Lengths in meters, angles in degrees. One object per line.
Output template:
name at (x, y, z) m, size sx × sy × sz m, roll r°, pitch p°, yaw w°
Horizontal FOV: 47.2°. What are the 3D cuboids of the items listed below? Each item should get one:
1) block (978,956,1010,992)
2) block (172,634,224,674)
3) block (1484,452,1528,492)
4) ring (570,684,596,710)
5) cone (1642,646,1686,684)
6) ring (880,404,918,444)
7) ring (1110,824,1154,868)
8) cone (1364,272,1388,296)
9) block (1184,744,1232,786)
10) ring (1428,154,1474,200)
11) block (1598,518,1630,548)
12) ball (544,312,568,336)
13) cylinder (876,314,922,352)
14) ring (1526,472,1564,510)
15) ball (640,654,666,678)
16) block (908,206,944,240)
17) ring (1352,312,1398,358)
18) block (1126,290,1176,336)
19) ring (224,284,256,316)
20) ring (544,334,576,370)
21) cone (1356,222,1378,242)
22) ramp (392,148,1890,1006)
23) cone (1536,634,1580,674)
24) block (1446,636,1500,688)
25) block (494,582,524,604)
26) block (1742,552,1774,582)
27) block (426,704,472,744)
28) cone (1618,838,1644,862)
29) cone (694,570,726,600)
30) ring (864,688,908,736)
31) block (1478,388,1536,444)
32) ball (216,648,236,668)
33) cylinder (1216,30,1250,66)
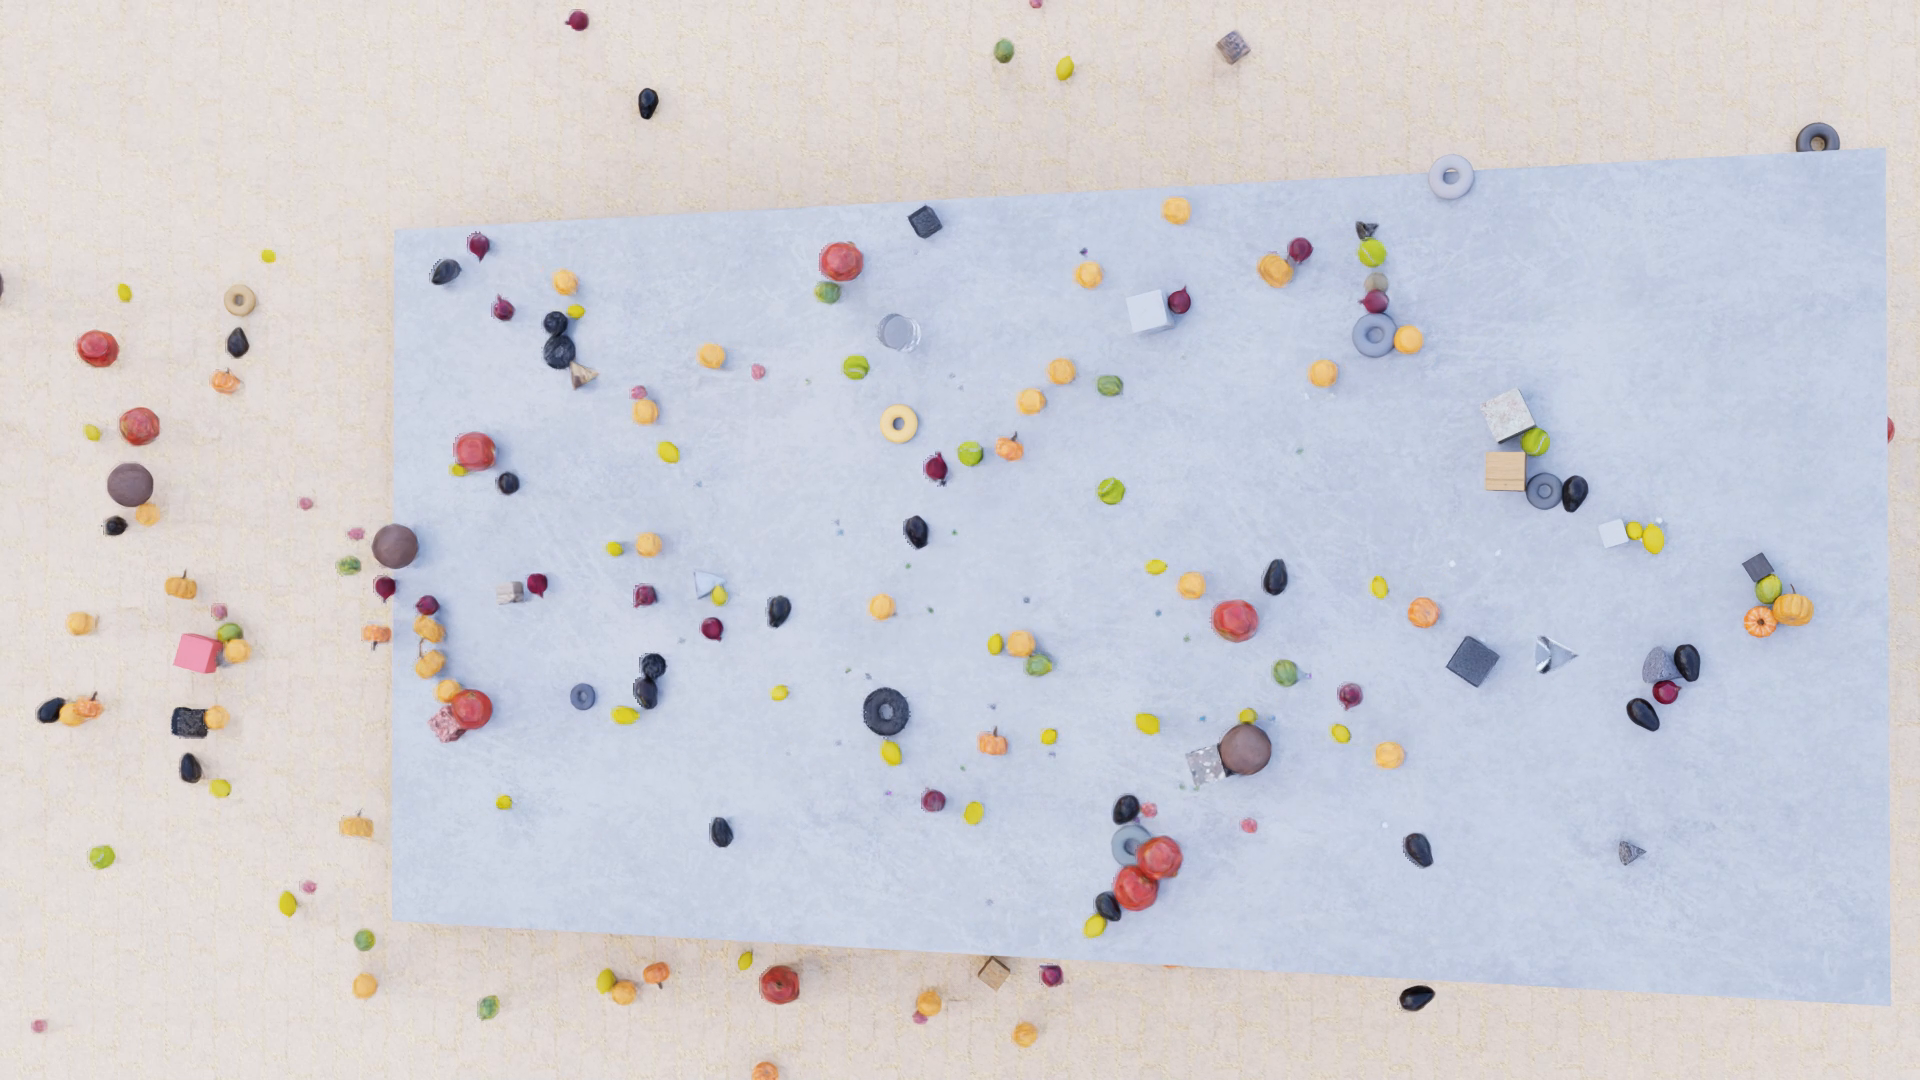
block at (0.099, 1.263, 6.409) m, size 0.068 × 0.068 × 0.068 m, roll 38°, pitch 89°, yaw 0°
block at (-2.219, 0.330, 6.409) m, size 0.094 × 0.094 × 0.094 m, roll 16°, pitch 89°, yaw 0°
block at (1.329, -0.166, 5.349) m, size 0.092 × 0.092 × 0.092 m, roll 1°, pitch 90°, yaw 18°
ring at (-1.056, 0.439, 6.155) m, size 0.077 × 0.026 × 0.077 m, roll -1°, pitch 88°, yaw 18°
cone at (1.695, 0.313, 5.250) m, size 0.092 × 0.092 × 0.092 m, roll 19°, pitch 89°, yaw -9°
ring at (-0.163, -0.310, 5.869) m, size 0.105 × 0.035 × 0.105 m, roll 0°, pitch 90°, yaw 17°
ring at (0.443, 0.787, 5.652) m, size 0.114 × 0.038 × 0.114 m, roll 1°, pitch 93°, yaw 14°
cone at (1.031, -0.640, 5.470) m, size 0.060 × 0.060 × 0.060 m, roll 0°, pitch 89°, yaw 18°
block at (0.631, 0.569, 5.571) m, size 0.084 × 0.084 × 0.084 m, roll -19°, pitch 83°, yaw 17°
ring at (1.212, -0.896, 5.427) m, size 0.112 × 0.037 × 0.112 m, roll 0°, pitch 89°, yaw 17°
block at (1.571, -0.016, 5.286) m, size 0.057 × 0.057 × 0.057 m, roll -18°, pitch 84°, yaw 17°
ball at (-1.135, -0.608, 6.173) m, size 0.068 × 0.068 × 0.068 m, roll 0°, pitch 89°, yaw 0°
cylinder at (-0.161, -0.551, 5.841) m, size 0.093 × 0.093 × 0.093 m, roll 0°, pitch 89°, yaw 18°
ring at (1.423, -0.119, 5.350) m, size 0.091 × 0.030 × 0.091 m, roll 0°, pitch 89°, yaw 19°
ball at (-0.845, 0.347, 6.064) m, size 0.070 × 0.070 × 0.070 m, roll 0°, pitch 89°, yaw 0°
block at (-0.092, -0.844, 5.840) m, size 0.060 × 0.060 × 0.060 m, roll -31°, pitch 80°, yaw 15°
ring at (1.034, -0.510, 5.479) m, size 0.114 × 0.038 × 0.114 m, roll 0°, pitch 89°, yaw 20°
block at (0.489, -0.581, 5.630) m, size 0.092 × 0.092 × 0.092 m, roll -13°, pitch 85°, yaw 18°
ring at (-2.114, -0.703, 6.455) m, size 0.094 × 0.031 × 0.094 m, roll 0°, pitch 90°, yaw 0°
ring at (-1.128, -0.529, 6.189) m, size 0.098 × 0.033 × 0.098 m, roll 0°, pitch 90°, yaw 17°
cone at (1.025, -0.780, 5.493) m, size 0.053 × 0.053 × 0.053 m, roll -24°, pitch 89°, yaw -11°
ramp at (0.276, 0.093, 5.790) m, size 4.000 × 0.100 × 2.000 m, roll 0°, pitch 89°, yaw 18°
cone at (1.457, 0.277, 5.327) m, size 0.095 × 0.095 × 0.095 m, roll 0°, pitch 89°, yaw -9°
block at (1.253, 0.297, 5.368) m, size 0.090 × 0.090 × 0.090 m, roll 35°, pitch 100°, yaw 15°
block at (-1.273, 0.150, 6.213) m, size 0.057 × 0.057 × 0.057 m, roll -8°, pitch 87°, yaw 18°
block at (1.882, 0.065, 5.186) m, size 0.052 × 0.052 × 0.052 m, roll -33°, pitch 80°, yaw 15°
block at (-1.452, 0.523, 6.257) m, size 0.075 × 0.075 × 0.075 m, roll -42°, pitch 77°, yaw 14°
cone at (1.621, 0.749, 5.275) m, size 0.059 × 0.059 × 0.059 m, roll 13°, pitch 89°, yaw -29°
cone at (-0.680, 0.116, 6.029) m, size 0.089 × 0.089 × 0.089 m, roll -9°, pitch 89°, yaw -11°
ring at (-0.198, 0.458, 5.865) m, size 0.131 × 0.044 × 0.131 m, roll 0°, pitch 90°, yaw 20°
block at (1.333, -0.302, 5.346) m, size 0.099 × 0.099 × 0.099 m, roll -26°, pitch 81°, yaw 16°
ball at (-2.146, 0.346, 6.428) m, size 0.056 × 0.056 × 0.056 m, roll 0°, pitch 89°, yaw 0°
cylinder at (0.800, -1.443, 6.444) m, size 0.073 × 0.073 × 0.073 m, roll -36°, pitch 89°, yaw 0°
